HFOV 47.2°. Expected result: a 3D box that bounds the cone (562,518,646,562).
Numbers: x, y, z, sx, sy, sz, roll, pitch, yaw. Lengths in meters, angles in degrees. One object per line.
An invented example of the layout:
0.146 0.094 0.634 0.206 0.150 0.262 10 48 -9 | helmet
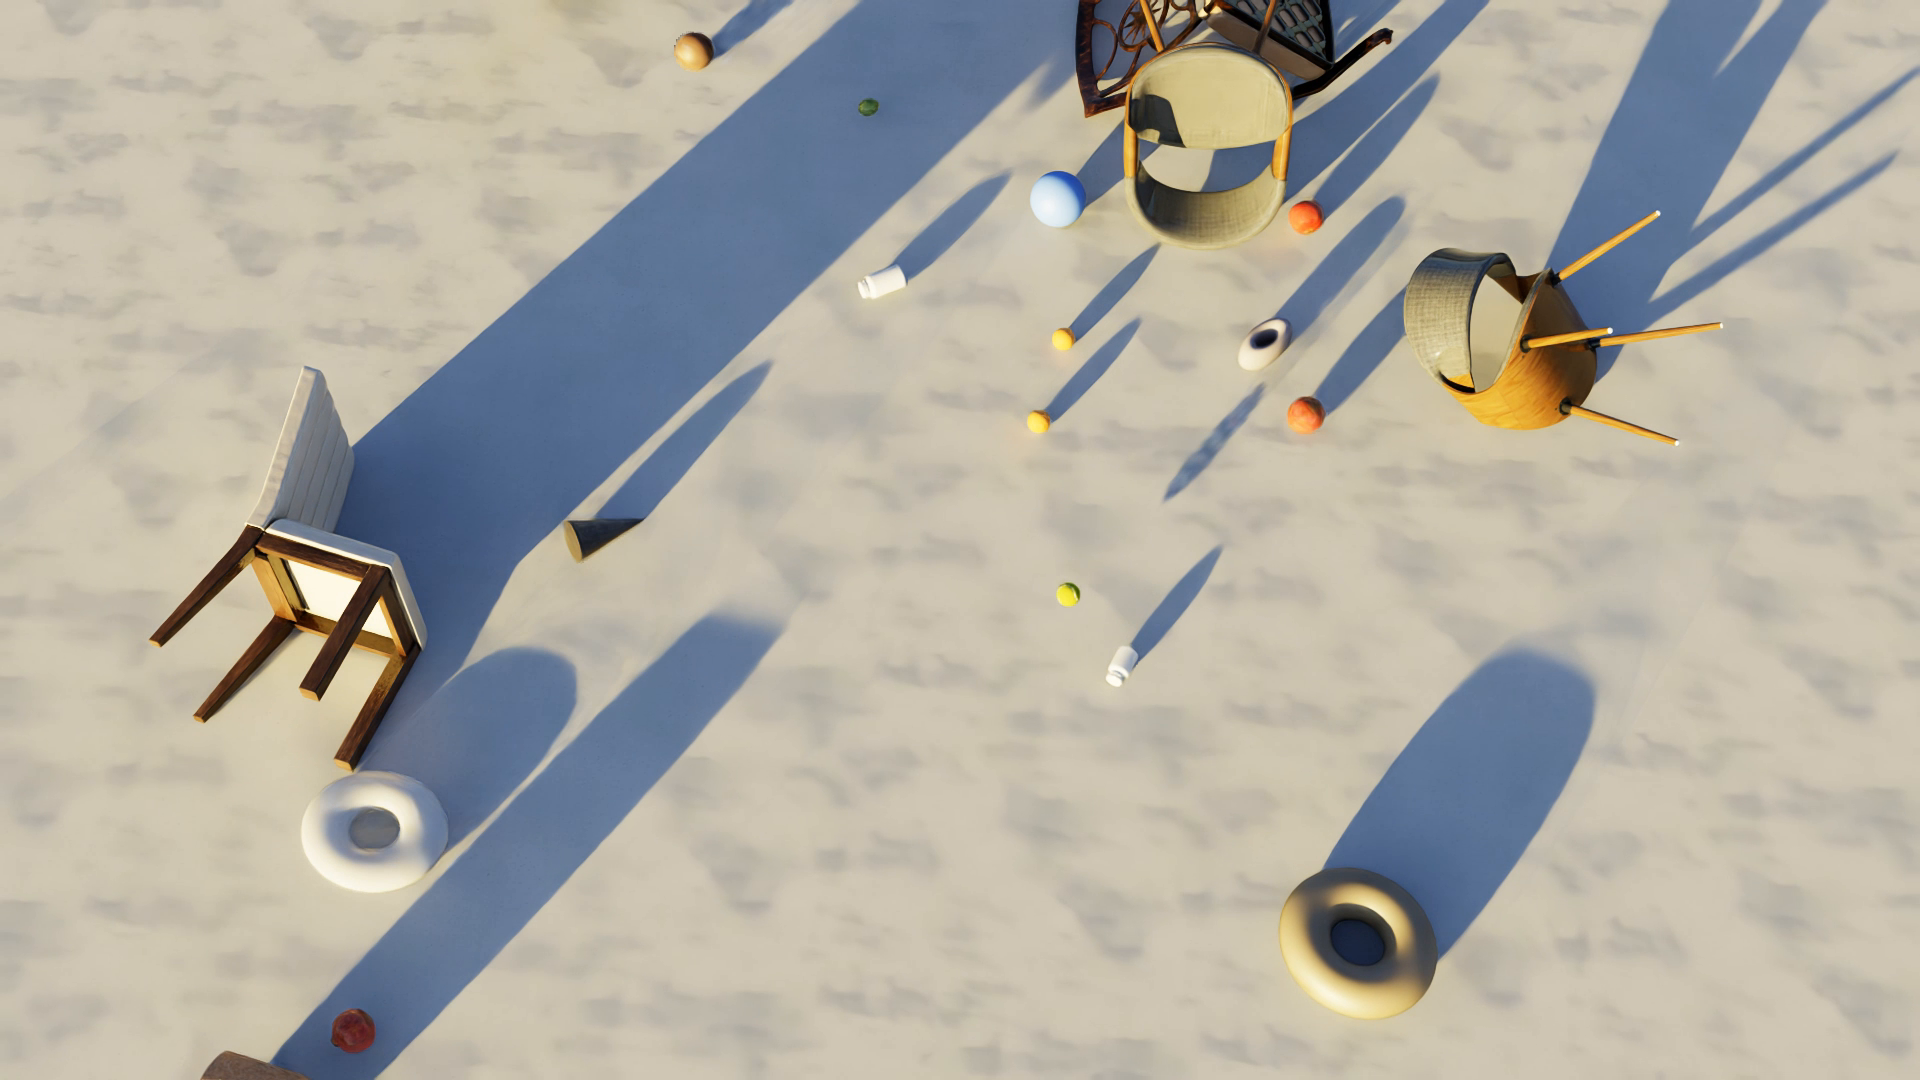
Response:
-1.046 -0.031 6.561 0.242 0.112 0.131 -18 77 -28 | cone

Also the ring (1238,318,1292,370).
0.963 -0.619 6.933 0.223 0.095 0.115 -40 67 -22 | ring

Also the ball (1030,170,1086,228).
0.322 -1.119 7.214 0.184 0.184 0.184 0 56 0 | ball

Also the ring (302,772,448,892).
-1.596 0.791 5.998 0.411 0.075 0.354 18 59 11 | ring

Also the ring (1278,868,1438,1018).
1.047 1.059 5.787 0.402 0.129 0.433 -29 60 -19 | ring

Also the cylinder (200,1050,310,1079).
-1.769 1.427 5.475 0.215 0.232 0.252 15 80 10 | cylinder
